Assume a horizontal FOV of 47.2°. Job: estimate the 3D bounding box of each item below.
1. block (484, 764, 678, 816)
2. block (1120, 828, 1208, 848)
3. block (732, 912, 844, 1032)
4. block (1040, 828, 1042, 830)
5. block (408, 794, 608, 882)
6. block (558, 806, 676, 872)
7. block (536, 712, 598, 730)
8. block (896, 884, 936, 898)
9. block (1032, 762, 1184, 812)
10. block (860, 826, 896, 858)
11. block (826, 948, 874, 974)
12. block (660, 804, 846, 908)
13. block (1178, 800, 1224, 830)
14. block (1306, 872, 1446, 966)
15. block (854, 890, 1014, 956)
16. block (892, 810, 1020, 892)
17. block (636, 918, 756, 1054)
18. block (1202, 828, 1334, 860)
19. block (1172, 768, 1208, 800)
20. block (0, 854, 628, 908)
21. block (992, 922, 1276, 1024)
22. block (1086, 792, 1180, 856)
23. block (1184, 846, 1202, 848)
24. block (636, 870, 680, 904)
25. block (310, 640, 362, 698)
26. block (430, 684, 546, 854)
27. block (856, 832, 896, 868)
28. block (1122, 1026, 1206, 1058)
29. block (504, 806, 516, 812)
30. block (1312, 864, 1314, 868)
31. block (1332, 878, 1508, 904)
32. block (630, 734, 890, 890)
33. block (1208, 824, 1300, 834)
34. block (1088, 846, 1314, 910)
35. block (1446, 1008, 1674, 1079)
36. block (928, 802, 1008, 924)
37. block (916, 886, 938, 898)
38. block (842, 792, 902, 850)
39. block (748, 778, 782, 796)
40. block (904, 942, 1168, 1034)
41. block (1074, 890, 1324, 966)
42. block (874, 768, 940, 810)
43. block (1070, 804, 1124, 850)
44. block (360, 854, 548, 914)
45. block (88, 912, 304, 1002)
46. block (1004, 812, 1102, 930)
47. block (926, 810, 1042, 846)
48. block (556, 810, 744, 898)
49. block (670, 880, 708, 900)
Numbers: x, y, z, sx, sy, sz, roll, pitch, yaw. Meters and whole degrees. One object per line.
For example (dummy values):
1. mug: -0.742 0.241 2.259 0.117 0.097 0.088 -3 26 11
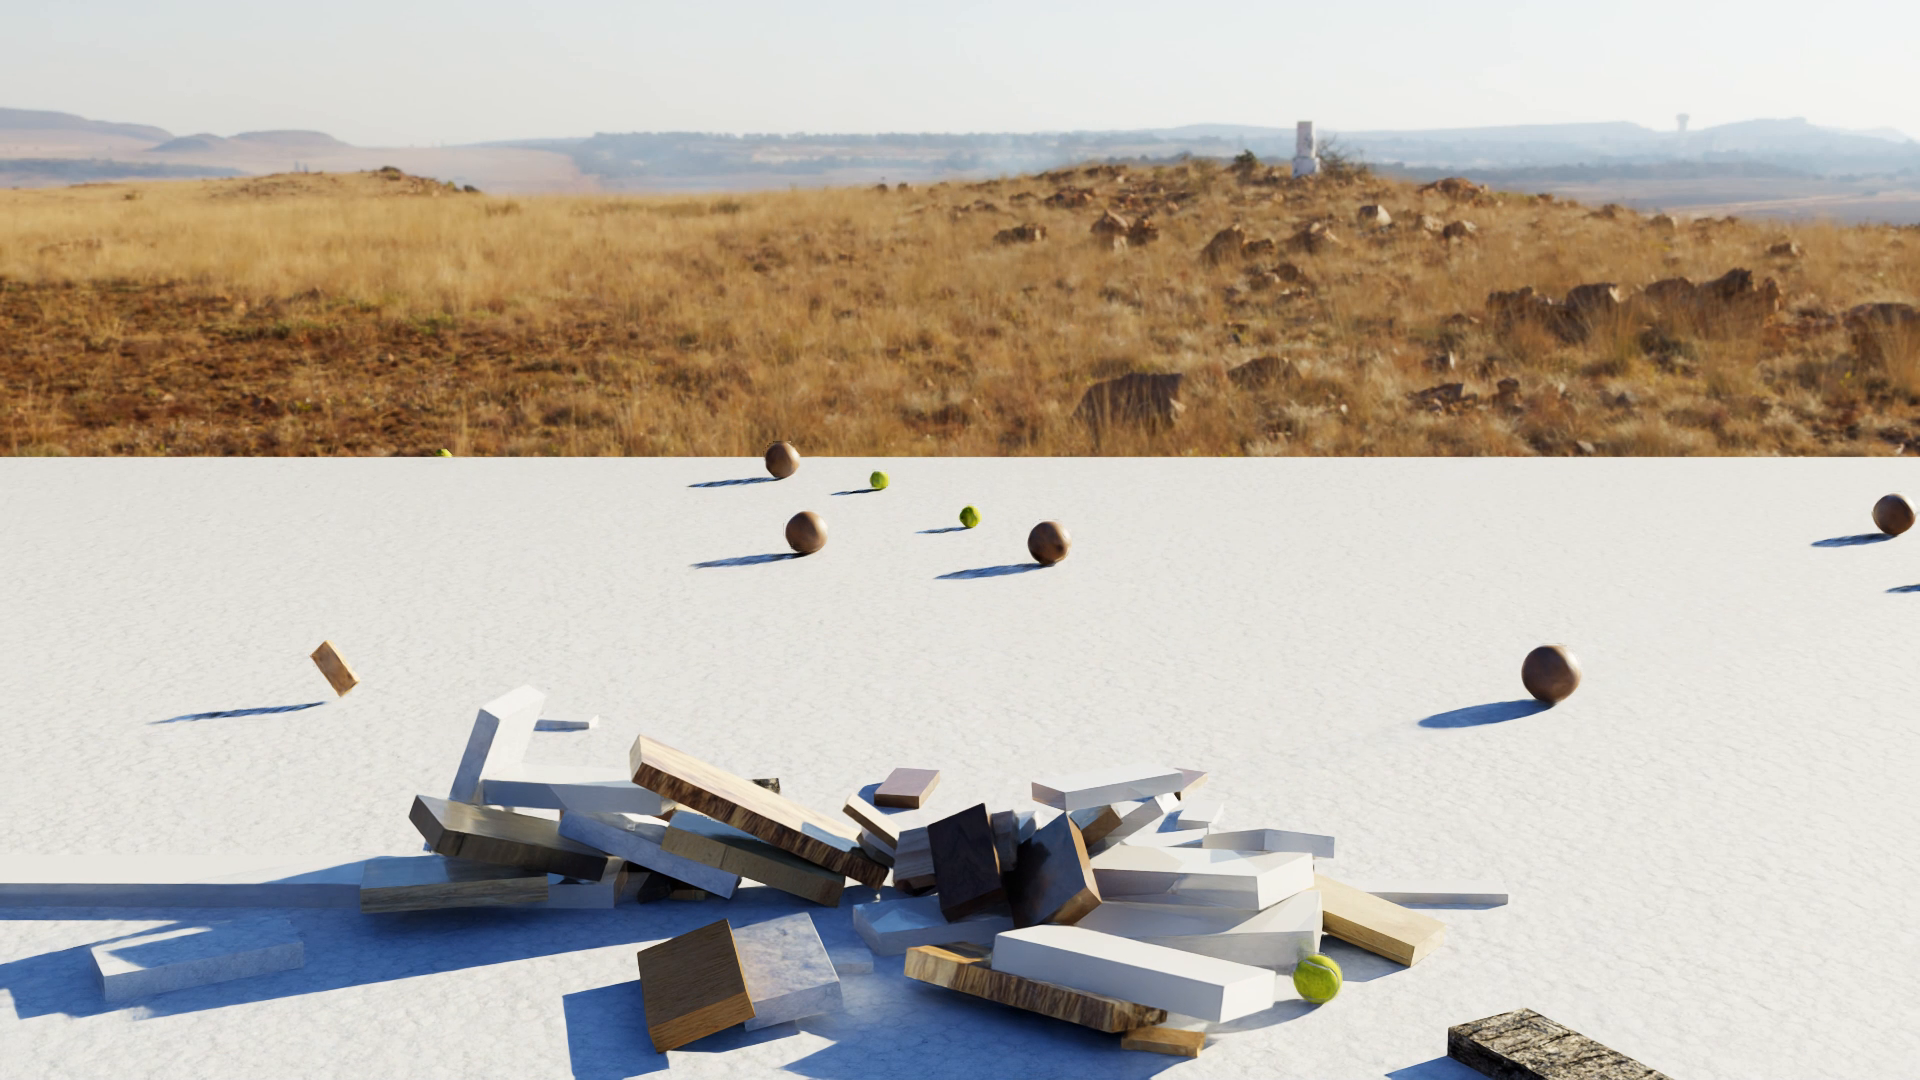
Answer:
1. block: -0.621 0.415 3.665 0.304 0.043 0.152 2 4 10
2. block: 0.391 0.537 3.899 0.206 0.020 0.069 -4 11 -19
3. block: -0.269 0.634 3.253 0.143 0.041 0.290 -12 13 -11
4. block: 0.082 0.537 3.666 0.148 0.021 0.074 -37 11 3
5. block: -0.729 0.482 3.555 0.290 0.041 0.145 17 7 -35
6. block: -0.549 0.502 3.805 0.284 0.040 0.142 -1 52 -3
7. block: -0.842 0.388 4.713 0.120 0.017 0.060 2 11 10
8. block: -0.030 0.543 3.645 0.148 0.021 0.074 -25 12 -22
9. block: 0.245 0.409 3.651 0.226 0.032 0.113 -6 6 -27
10. block: -0.112 0.514 3.689 0.118 0.017 0.059 34 7 -15
11. block: -0.194 0.642 3.343 0.120 0.017 0.060 -1 11 -7
12. block: -0.339 0.519 3.659 0.304 0.043 0.152 19 10 -4
13. block: 0.445 0.508 4.062 0.063 0.018 0.127 3 11 16
14. block: 0.624 0.592 3.451 0.244 0.035 0.122 18 18 32
15. block: -0.021 0.604 3.491 0.268 0.038 0.134 -4 11 -19
16. block: -0.006 0.505 3.574 0.204 0.029 0.102 -13 40 19
17. block: -0.384 0.639 3.170 0.143 0.041 0.286 -20 14 -7
18. block: 0.503 0.503 3.609 0.122 0.035 0.244 9 -12 -16
19. block: 0.421 0.471 4.254 0.069 0.020 0.138 5 12 27
20. block: -1.148 0.569 3.671 1.165 0.041 0.143 0 11 0
21. block: 0.247 0.614 3.136 0.359 0.051 0.180 7 0 31
22. block: 0.256 0.496 3.696 0.226 0.032 0.113 -35 -9 16
23. block: 0.406 0.542 3.755 0.167 0.024 0.083 -2 -20 -12
24. block: -0.498 0.571 3.669 0.059 0.017 0.118 -20 8 8
25. block: -1.395 0.286 4.910 0.059 0.118 0.017 -39 -5 20
26. block: -0.798 0.394 3.716 0.041 0.290 0.145 28 20 12
27. block: -0.118 0.530 3.696 0.118 0.017 0.059 30 9 -40
28. block: 0.283 0.696 3.057 0.107 0.015 0.054 3 11 17
29. block: -0.860 0.514 4.012 0.088 0.025 0.175 -2 11 -9
30. block: 0.508 0.559 3.711 0.167 0.024 0.083 0 -6 -1
31. block: 0.745 0.584 3.654 0.317 0.018 0.063 0 11 2
32. block: -0.333 0.451 3.646 0.455 0.038 0.134 26 9 -16
33. block: 0.518 0.532 3.852 0.166 0.024 0.083 5 19 4
34. block: 0.356 0.531 3.479 0.359 0.051 0.180 -3 2 36
35. block: 0.802 0.706 2.935 0.143 0.041 0.286 -6 12 -29
36. block: 0.011 0.511 3.495 0.102 0.029 0.204 -23 33 7
37. block: -0.011 0.554 3.665 0.149 0.021 0.074 -21 11 -2
38. block: -0.141 0.471 3.672 0.118 0.017 0.059 37 13 -3
39. block: -0.476 0.489 4.100 0.284 0.040 0.142 -2 11 -8
40. block: 0.108 0.643 3.178 0.366 0.040 0.142 7 0 37
41. block: 0.354 0.598 3.368 0.387 0.051 0.180 -4 9 13
42. block: -0.101 0.475 4.218 0.088 0.025 0.175 2 11 12
43. block: 0.166 0.508 3.667 0.226 0.032 0.113 -36 9 5
44. block: -0.815 0.549 3.553 0.290 0.041 0.145 -2 11 -12
45. block: -1.158 0.631 3.336 0.286 0.041 0.143 -6 12 -29
46. block: 0.140 0.534 3.449 0.134 0.038 0.268 -38 17 8
47. block: 0.023 0.492 3.659 0.204 0.029 0.102 -10 9 22
48. block: -0.506 0.508 3.674 0.304 0.043 0.152 20 5 2
49. block: -0.448 0.576 3.697 0.059 0.017 0.118 1 11 4
